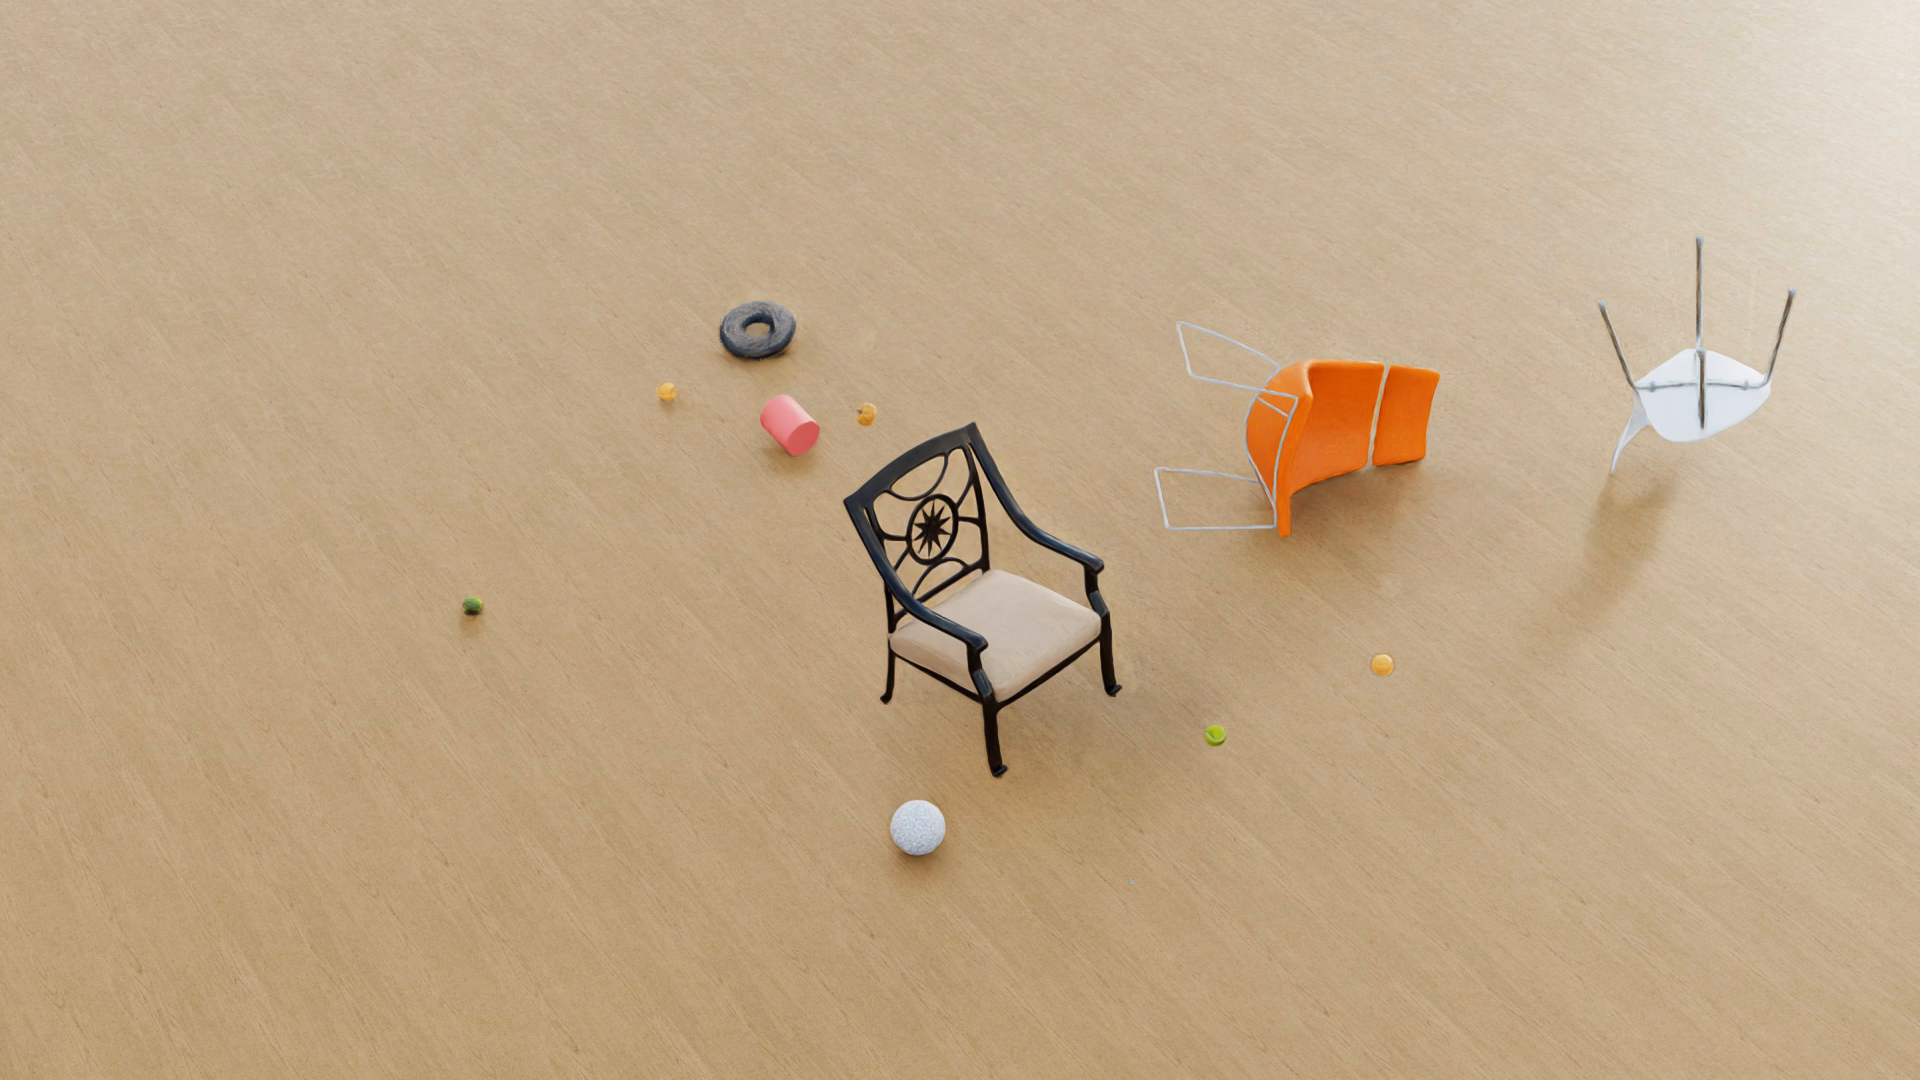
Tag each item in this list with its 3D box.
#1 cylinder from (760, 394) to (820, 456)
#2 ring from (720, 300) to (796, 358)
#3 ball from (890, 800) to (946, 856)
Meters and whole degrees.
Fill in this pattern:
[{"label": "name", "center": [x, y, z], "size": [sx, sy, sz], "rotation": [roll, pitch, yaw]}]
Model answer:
[{"label": "cylinder", "center": [-0.664, -0.450, 11.461], "size": [0.190, 0.158, 0.152], "rotation": [44, 12, 35]}, {"label": "ring", "center": [-0.841, -0.875, 12.190], "size": [0.314, 0.066, 0.389], "rotation": [6, 40, 6]}, {"label": "ball", "center": [-0.134, 0.921, 9.387], "size": [0.177, 0.177, 0.177], "rotation": [0, 33, 0]}]
